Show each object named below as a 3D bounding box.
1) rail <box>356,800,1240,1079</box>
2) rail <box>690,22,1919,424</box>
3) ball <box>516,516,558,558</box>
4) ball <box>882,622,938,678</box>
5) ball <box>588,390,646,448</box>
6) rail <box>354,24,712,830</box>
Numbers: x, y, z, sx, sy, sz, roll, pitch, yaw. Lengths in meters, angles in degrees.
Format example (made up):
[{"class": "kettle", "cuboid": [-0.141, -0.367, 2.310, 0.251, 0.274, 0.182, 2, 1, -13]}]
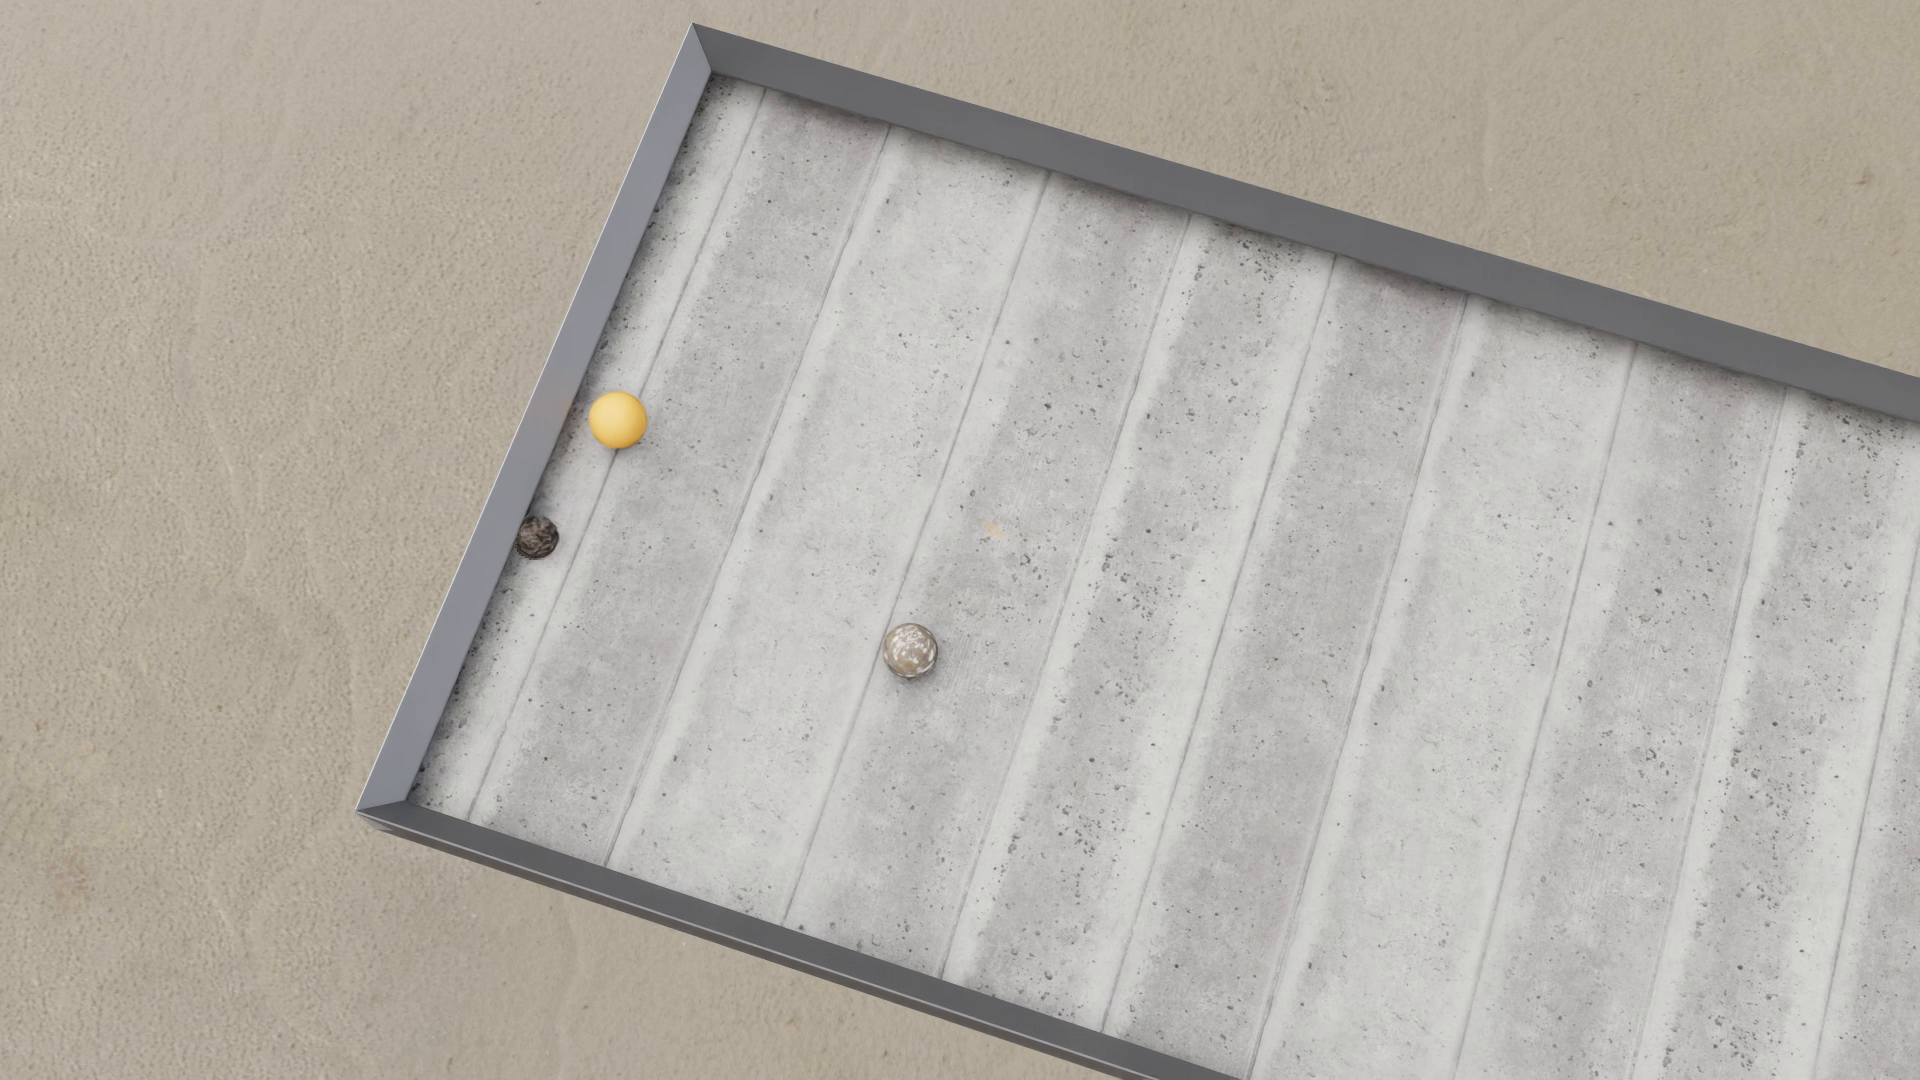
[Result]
[{"class": "rail", "cuboid": [0.452, 0.807, 3.117, 2.796, 0.118, 0.045, 17, 72, 6]}, {"class": "rail", "cuboid": [0.875, -0.404, 3.541, 2.796, 0.118, 0.045, 17, 72, 6]}, {"class": "ball", "cuboid": [-0.659, -0.005, 3.430, 0.066, 0.066, 0.066, 0, 71, 0]}, {"class": "ball", "cuboid": [-0.076, 0.169, 3.359, 0.086, 0.086, 0.086, 0, 71, 0]}, {"class": "ball", "cuboid": [-0.542, -0.190, 3.482, 0.091, 0.091, 0.091, 0, 71, 0]}, {"class": "rail", "cuboid": [-0.641, -0.205, 3.471, 0.045, 0.118, 1.398, 17, 72, 6]}]
